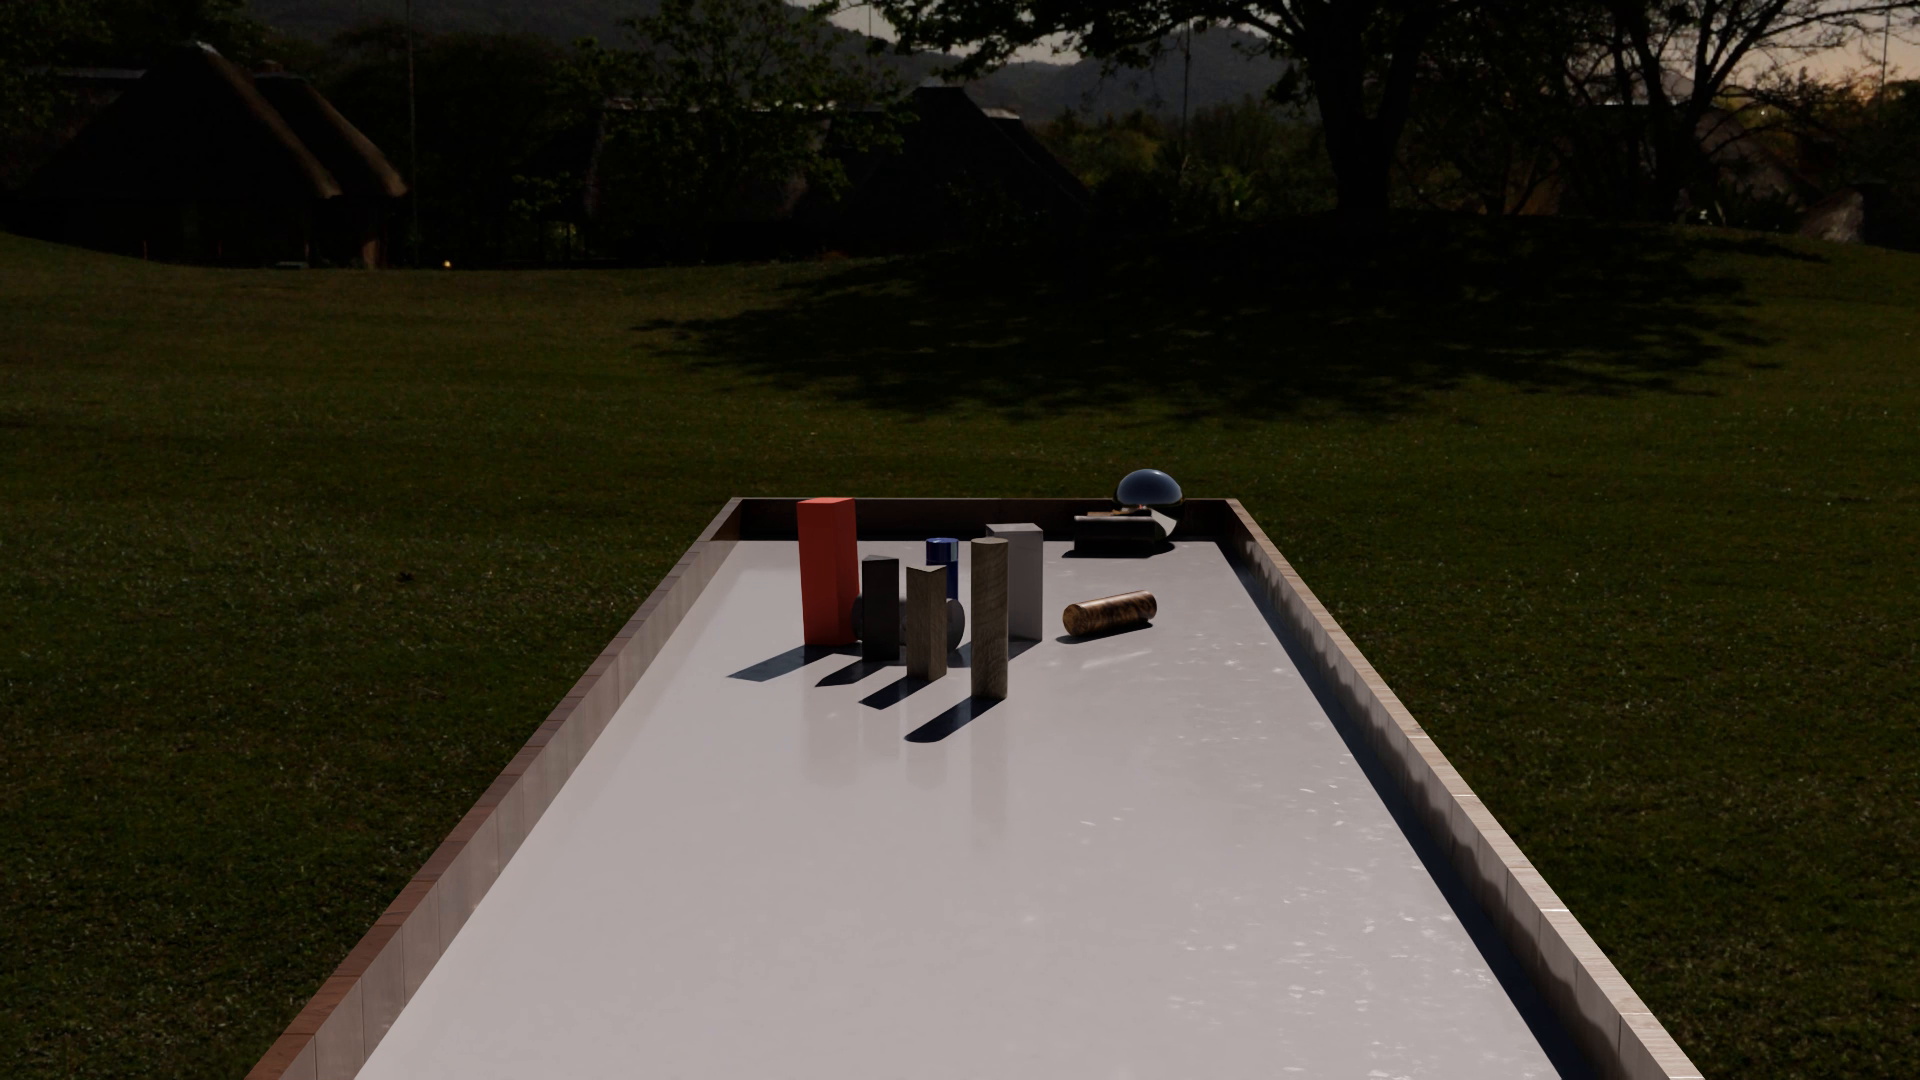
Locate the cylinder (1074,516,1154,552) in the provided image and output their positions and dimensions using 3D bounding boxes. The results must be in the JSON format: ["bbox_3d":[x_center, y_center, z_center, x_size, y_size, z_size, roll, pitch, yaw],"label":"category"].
[{"bbox_3d":[0.611,-0.024,8.710,0.315,0.141,0.141,0,9,3],"label":"cylinder"}]

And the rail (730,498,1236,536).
[{"bbox_3d":[0.099,-0.098,9.147,2.100,0.150,0.050,0,9,1],"label":"rail"}]

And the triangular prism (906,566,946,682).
[{"bbox_3d":[-0.082,0.240,6.450,0.101,0.326,0.117,-7,11,-36],"label":"triangular prism"}]

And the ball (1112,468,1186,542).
[{"bbox_3d":[0.767,-0.142,8.946,0.300,0.300,0.300,0,9,0],"label":"ball"}]

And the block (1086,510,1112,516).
[{"bbox_3d":[0.570,-0.043,8.946,0.105,0.105,0.322,0,9,3],"label":"block"}]

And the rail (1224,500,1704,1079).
[{"bbox_3d":[1.046,0.843,3.208,0.050,0.150,12.000,0,9,1],"label":"rail"}]

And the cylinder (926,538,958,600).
[{"bbox_3d":[-0.057,0.159,6.976,0.103,0.321,0.103,0,9,0],"label":"cylinder"}]

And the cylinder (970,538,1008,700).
[{"bbox_3d":[0.083,0.222,6.182,0.105,0.447,0.105,0,9,0],"label":"cylinder"}]

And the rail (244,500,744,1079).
[{"bbox_3d":[-1.004,0.839,3.234,0.050,0.150,12.000,0,9,1],"label":"rail"}]

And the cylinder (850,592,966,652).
[{"bbox_3d":[-0.164,0.252,6.898,0.321,0.164,0.164,5,10,30],"label":"cylinder"}]

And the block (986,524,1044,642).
[{"bbox_3d":[0.172,0.135,7.021,0.156,0.355,0.156,-1,9,-9],"label":"block"}]

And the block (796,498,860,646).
[{"bbox_3d":[-0.411,0.098,6.927,0.132,0.451,0.132,1,9,29],"label":"block"}]

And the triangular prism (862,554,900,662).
[{"bbox_3d":[-0.257,0.206,6.709,0.117,0.313,0.101,-4,10,-21],"label":"triangular prism"}]

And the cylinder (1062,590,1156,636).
[{"bbox_3d":[0.491,0.238,7.171,0.106,0.106,0.350,9,12,44],"label":"cylinder"}]
